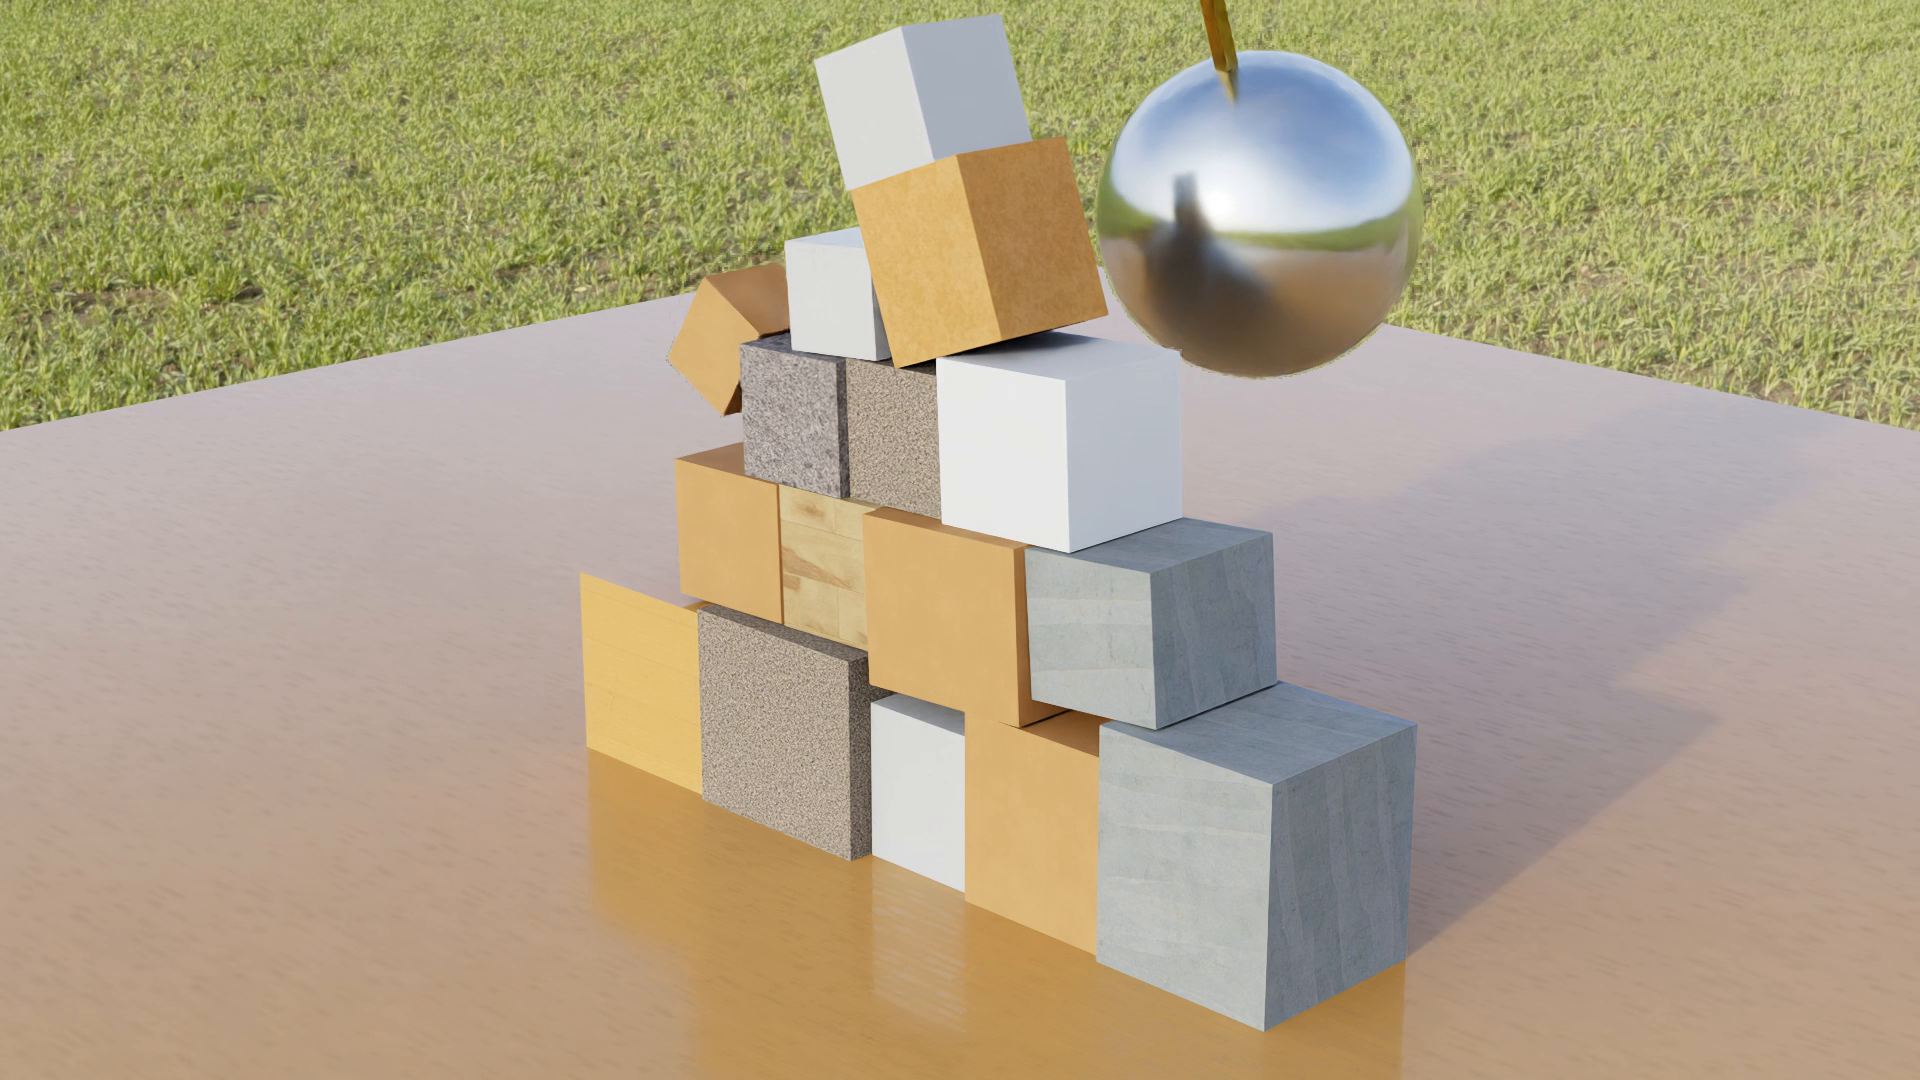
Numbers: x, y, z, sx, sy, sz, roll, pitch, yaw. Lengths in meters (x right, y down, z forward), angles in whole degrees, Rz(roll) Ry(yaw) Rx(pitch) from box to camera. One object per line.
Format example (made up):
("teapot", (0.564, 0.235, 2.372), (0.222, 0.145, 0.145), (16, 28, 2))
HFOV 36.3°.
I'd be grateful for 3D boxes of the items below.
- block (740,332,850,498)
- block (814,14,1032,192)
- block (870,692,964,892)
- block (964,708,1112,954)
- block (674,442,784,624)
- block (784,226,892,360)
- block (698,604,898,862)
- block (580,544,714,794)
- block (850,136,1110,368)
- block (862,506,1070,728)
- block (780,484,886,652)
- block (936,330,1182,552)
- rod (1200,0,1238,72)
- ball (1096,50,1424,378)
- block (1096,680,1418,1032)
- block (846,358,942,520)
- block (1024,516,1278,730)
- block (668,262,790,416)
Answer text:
("block", (-0.521, -0.627, 13.705), (0.742, 0.629, 0.661), (-17, 22, -42))
("block", (-0.160, -1.924, 12.902), (0.619, 0.592, 0.580), (-17, 4, -43))
("block", (0.086, 1.098, 13.591), (0.741, 0.756, 0.659), (-17, 24, -42))
("block", (0.625, 1.180, 13.063), (0.877, 0.915, 0.831), (-17, 24, -42))
("block", (-0.834, -0.079, 14.186), (0.767, 0.675, 0.736), (-17, 23, -42))
("block", (-0.383, -1.138, 13.375), (0.572, 0.503, 0.562), (-17, 19, -43))
("block", (-0.530, 0.806, 14.143), (0.994, 0.982, 1.061), (-17, 24, -42))
("block", (-1.247, 0.611, 14.835), (0.917, 0.939, 0.949), (-17, 24, -42))
("block", (0.086, -1.263, 12.880), (0.674, 0.808, 0.698), (-17, 4, -42))
("block", (0.231, 0.250, 13.184), (0.914, 0.800, 0.941), (-17, 21, -42))
("block", (-0.331, 0.051, 13.725), (0.764, 0.690, 0.651), (-17, 22, -42))
("block", (0.435, -0.443, 12.767), (0.726, 0.744, 0.764), (-17, 21, -42))
("rod", (0.636, -4.388, 12.629), (0.080, 5.200, 0.080), (17, 44, 42))
("ball", (1.467, -1.594, 14.378), (1.600, 1.600, 1.600), (0, 17, 0))
("block", (1.251, 1.289, 12.434), (0.957, 1.085, 0.928), (-17, 24, -42))
("block", (-0.082, -0.512, 13.239), (0.576, 0.649, 0.624), (-17, 22, -42))
("block", (0.824, 0.328, 12.596), (0.793, 0.672, 0.713), (-17, 20, -42))
("block", (-1.009, -0.972, 14.164), (0.502, 0.514, 0.440), (-17, 55, -46))
